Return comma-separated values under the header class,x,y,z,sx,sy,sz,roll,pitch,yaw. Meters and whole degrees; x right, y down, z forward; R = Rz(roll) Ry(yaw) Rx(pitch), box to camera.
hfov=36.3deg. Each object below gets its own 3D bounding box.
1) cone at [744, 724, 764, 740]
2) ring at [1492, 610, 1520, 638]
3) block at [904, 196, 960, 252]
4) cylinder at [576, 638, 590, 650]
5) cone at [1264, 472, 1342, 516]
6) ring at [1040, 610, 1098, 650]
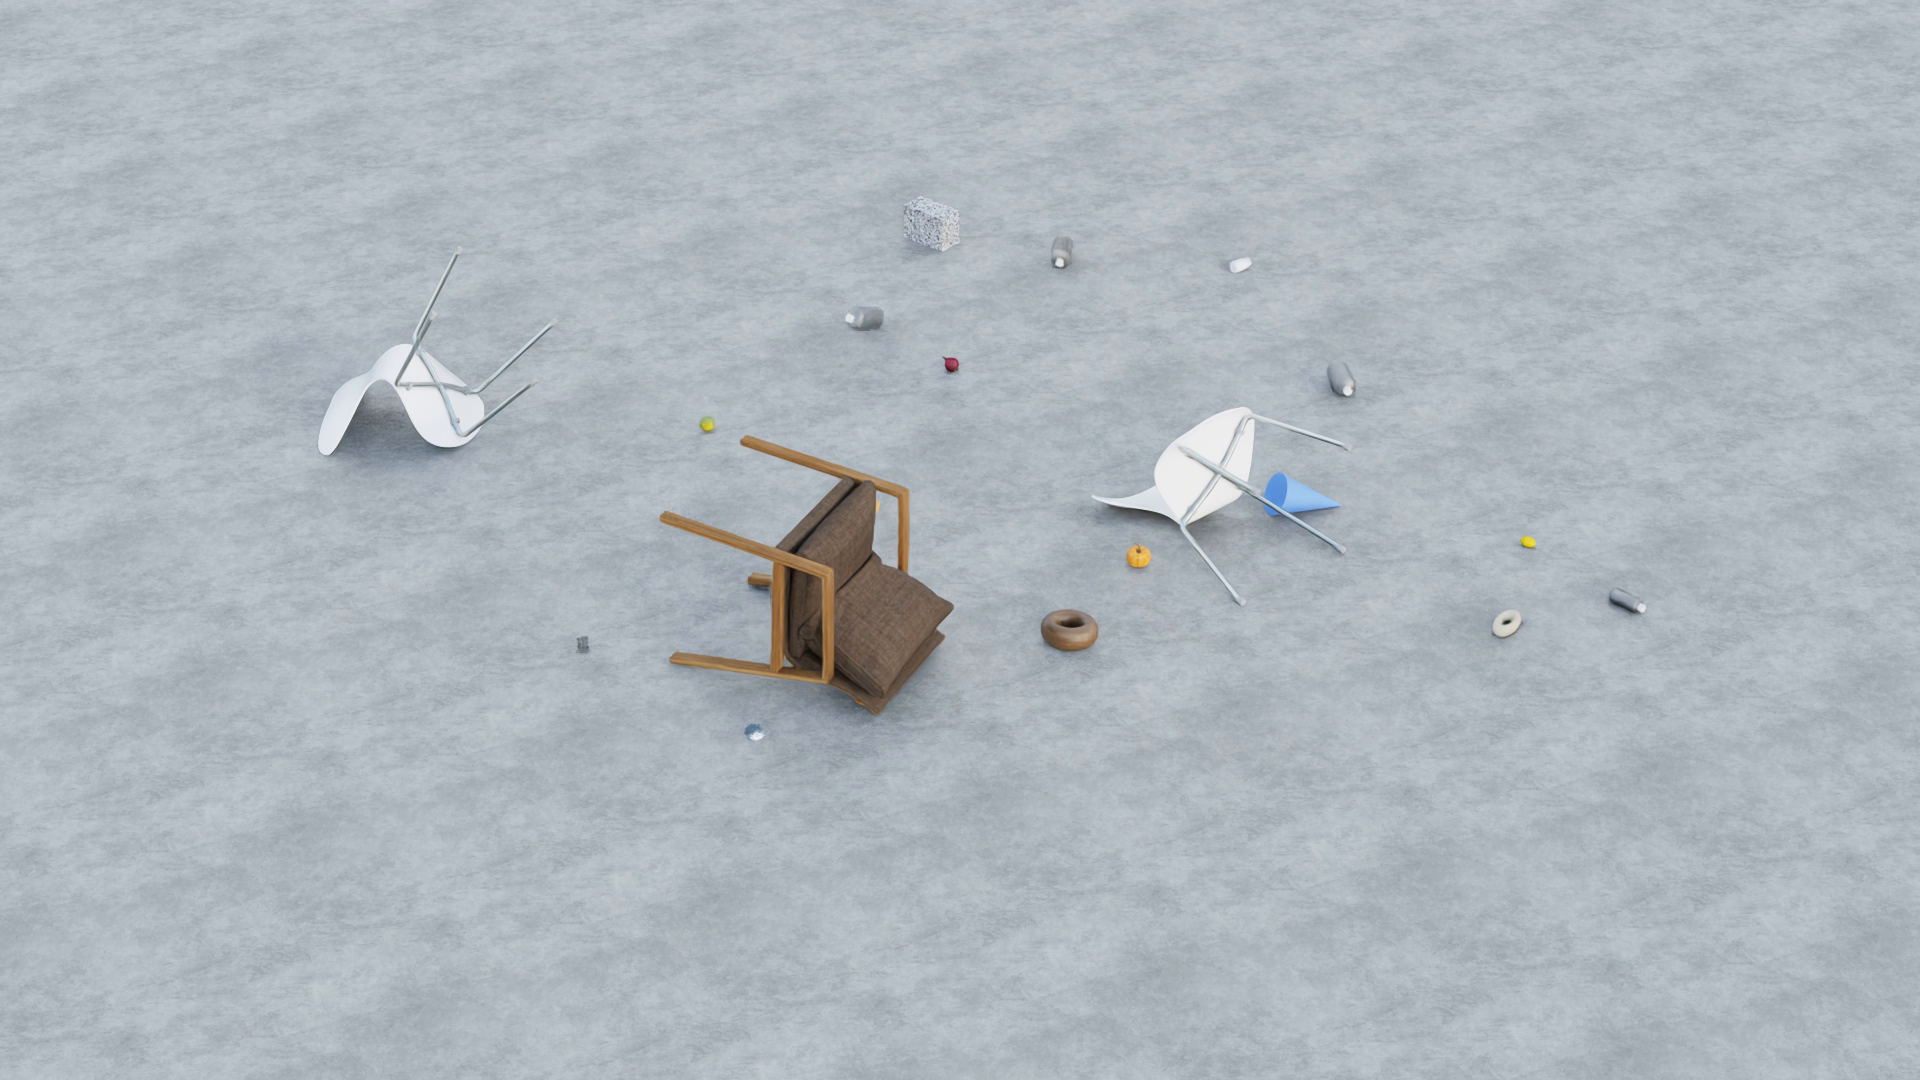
class,x,y,z,sx,sy,sz,roll,pitch,yaw
cone,-0.701,0.651,9.936,0.068,0.057,0.035,2,-8,-14
ring,1.950,0.297,10.459,0.085,0.040,0.166,17,36,26
block,-0.126,-1.394,12.915,0.221,0.158,0.117,25,41,32
cylinder,-1.331,0.366,10.350,0.040,0.043,0.044,-5,-7,-7
cone,1.322,-0.152,11.097,0.284,0.165,0.198,9,-11,-19
ring,0.387,0.318,10.378,0.208,0.094,0.161,6,36,7
